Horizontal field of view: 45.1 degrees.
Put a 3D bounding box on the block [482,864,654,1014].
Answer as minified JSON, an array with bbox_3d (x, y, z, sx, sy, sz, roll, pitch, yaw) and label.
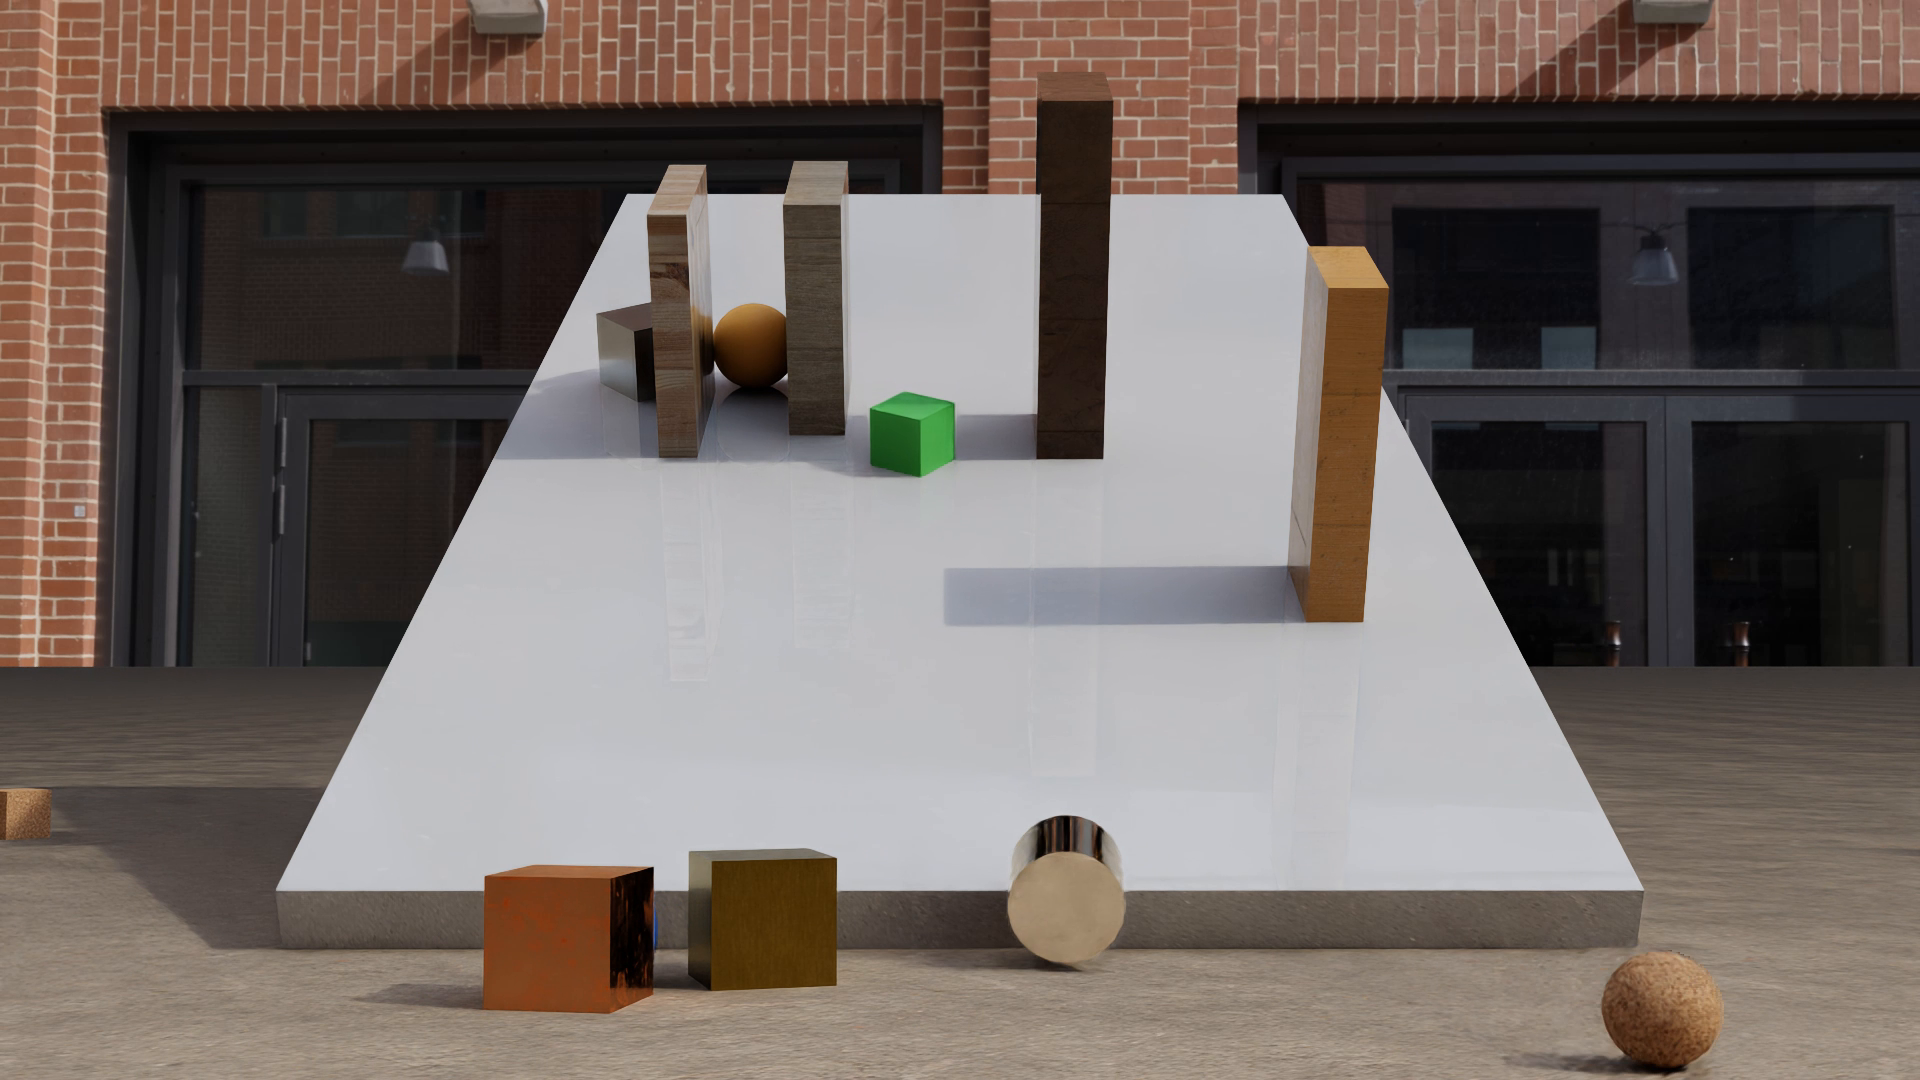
[{"bbox_3d":[-0.486,0.495,2.888,0.162,0.162,0.162,-1,-3,11],"label":"block"}]

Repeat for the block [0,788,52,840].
[{"bbox_3d":[-2.272,0.659,5.566,0.114,0.114,0.114,-2,-4,38],"label":"block"}]

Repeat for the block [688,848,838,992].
[{"bbox_3d":[-0.265,0.503,3.087,0.167,0.167,0.167,1,-3,-17],"label":"block"}]

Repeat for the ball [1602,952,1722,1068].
[{"bbox_3d":[0.735,0.492,2.423,0.120,0.120,0.120,0,-3,0],"label":"ball"}]

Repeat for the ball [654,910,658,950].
[{"bbox_3d":[-0.466,0.514,3.037,0.140,0.140,0.140,0,-3,0],"label":"ball"}]

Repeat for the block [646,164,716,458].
[{"bbox_3d":[-0.609,-0.509,5.084,0.082,0.538,0.424,0,23,0],"label":"block"}]

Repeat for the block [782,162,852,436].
[{"bbox_3d":[-0.317,-0.548,5.197,0.123,0.523,0.384,0,23,0],"label":"block"}]

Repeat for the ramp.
[{"bbox_3d":[-0.007,-0.226,5.237,2.000,0.100,4.000,0,23,0],"label":"ramp"}]

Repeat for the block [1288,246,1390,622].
[{"bbox_3d":[0.686,-0.192,4.224,0.104,0.635,0.259,0,23,0],"label":"block"}]

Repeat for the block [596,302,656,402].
[{"bbox_3d":[-0.727,-0.442,5.396,0.171,0.171,0.171,-17,28,-35],"label":"block"}]

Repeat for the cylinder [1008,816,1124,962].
[{"bbox_3d":[0.149,0.486,3.232,0.160,0.160,0.160,0,11,3],"label":"cylinder"}]

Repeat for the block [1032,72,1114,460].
[{"bbox_3d":[0.238,-0.588,4.970,0.144,0.778,0.286,0,23,0],"label":"block"}]

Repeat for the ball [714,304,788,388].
[{"bbox_3d":[-0.479,-0.452,5.384,0.199,0.199,0.199,0,-3,0],"label":"ball"}]

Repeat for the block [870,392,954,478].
[{"bbox_3d":[-0.102,-0.226,4.944,0.131,0.131,0.131,15,27,30],"label":"block"}]
